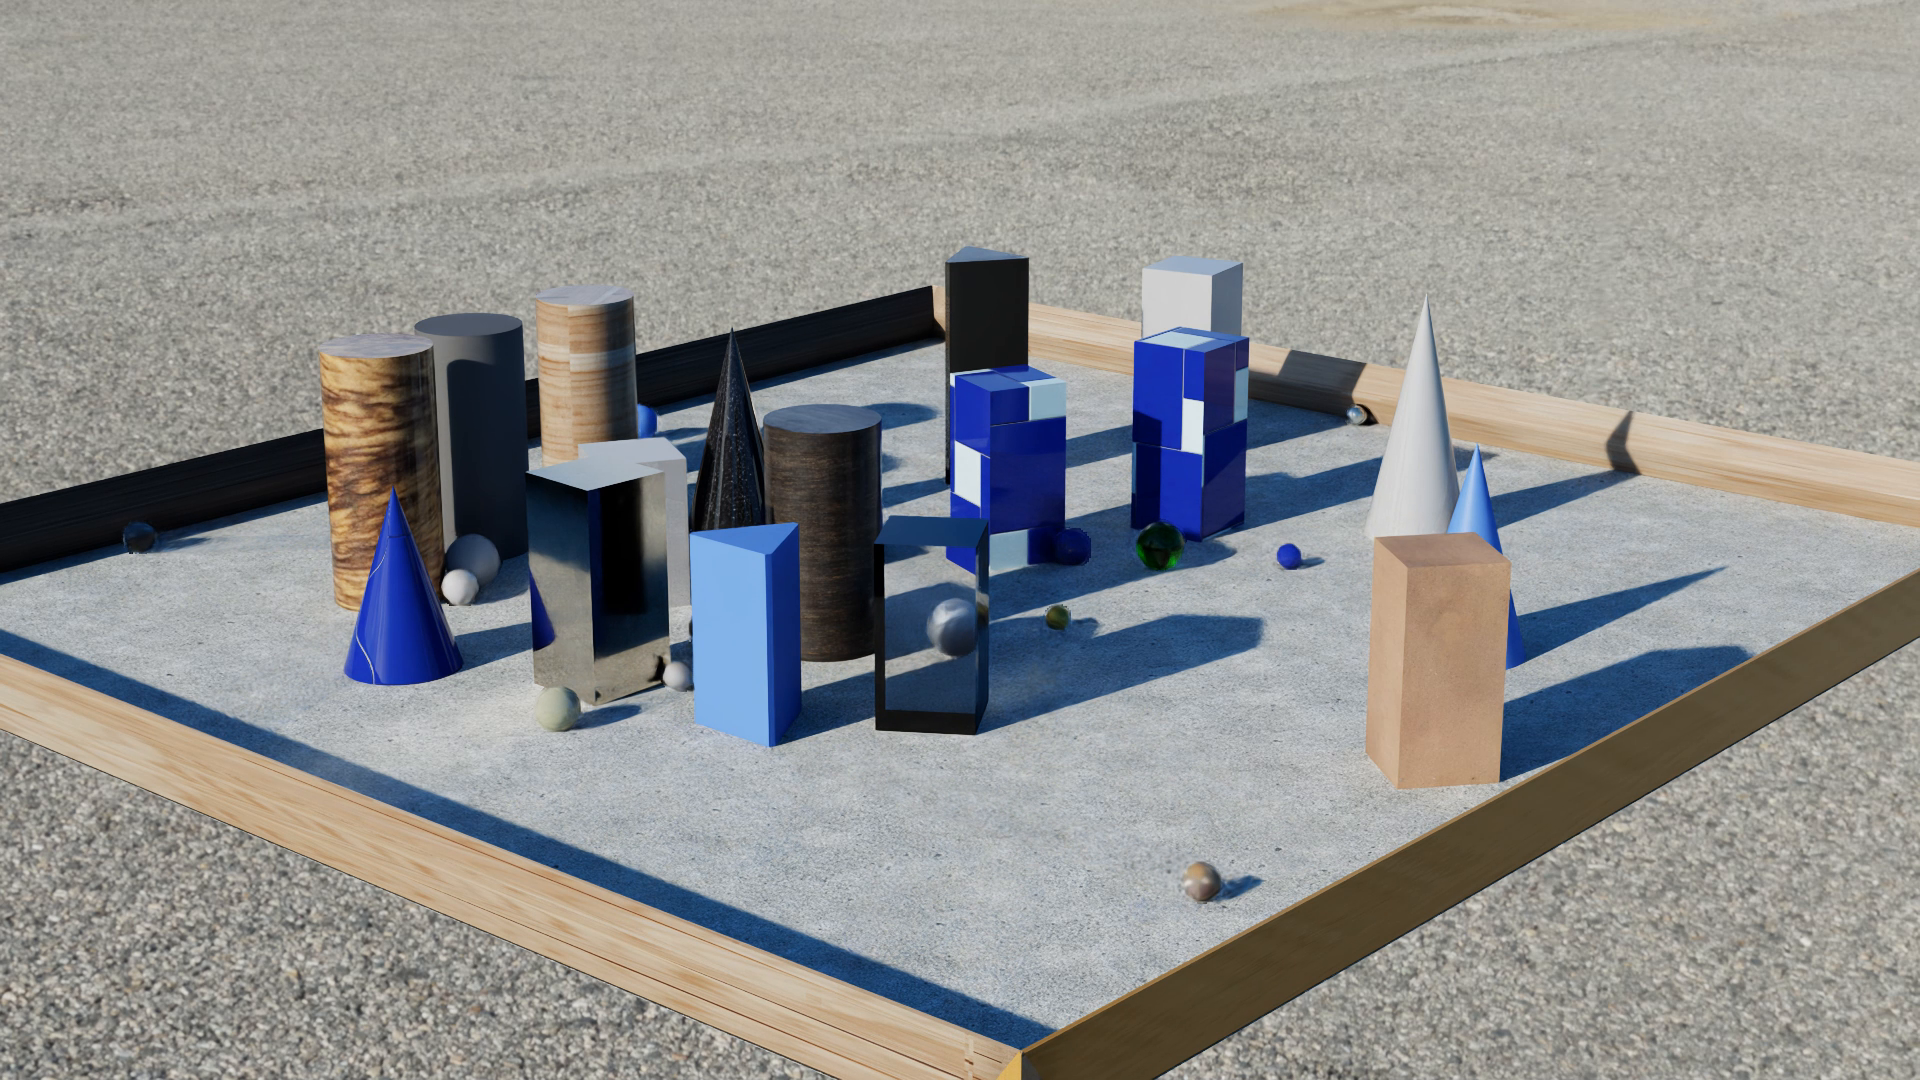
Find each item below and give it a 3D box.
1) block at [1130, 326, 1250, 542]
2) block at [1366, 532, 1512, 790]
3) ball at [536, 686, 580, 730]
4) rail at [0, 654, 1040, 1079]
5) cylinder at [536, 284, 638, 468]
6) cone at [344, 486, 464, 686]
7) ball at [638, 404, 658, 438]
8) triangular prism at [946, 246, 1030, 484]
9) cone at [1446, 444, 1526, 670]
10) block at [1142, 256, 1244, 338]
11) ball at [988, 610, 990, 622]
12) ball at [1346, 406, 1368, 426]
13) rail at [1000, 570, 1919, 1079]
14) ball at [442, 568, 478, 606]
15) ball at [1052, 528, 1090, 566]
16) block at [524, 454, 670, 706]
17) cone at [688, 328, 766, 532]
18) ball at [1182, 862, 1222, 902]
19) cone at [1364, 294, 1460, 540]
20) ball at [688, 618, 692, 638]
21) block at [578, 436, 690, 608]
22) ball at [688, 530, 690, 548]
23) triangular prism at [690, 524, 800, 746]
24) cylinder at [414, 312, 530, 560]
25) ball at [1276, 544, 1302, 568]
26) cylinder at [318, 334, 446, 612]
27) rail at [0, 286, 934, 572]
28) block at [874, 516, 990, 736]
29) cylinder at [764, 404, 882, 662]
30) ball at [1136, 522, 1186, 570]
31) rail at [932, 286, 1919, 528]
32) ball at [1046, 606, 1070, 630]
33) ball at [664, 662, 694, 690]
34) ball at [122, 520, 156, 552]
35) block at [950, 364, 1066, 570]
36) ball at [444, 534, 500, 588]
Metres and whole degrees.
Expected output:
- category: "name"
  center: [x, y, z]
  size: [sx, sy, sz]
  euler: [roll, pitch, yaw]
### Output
- category: "block"
  center: [0.429, -0.199, 5.480]
  size: [0.154, 0.361, 0.154]
  euler: [12, 21, 35]
- category: "block"
  center: [0.696, 0.175, 4.283]
  size: [0.154, 0.336, 0.154]
  euler: [-3, 17, -10]
- category: "ball"
  center: [-0.613, 0.257, 4.476]
  size: [0.068, 0.068, 0.068]
  euler: [0, 17, 0]
- category: "rail"
  center: [-0.955, 0.349, 4.067]
  size: [2.746, 0.125, 0.045]
  euler: [14, 22, 39]
- category: "cylinder"
  center: [-0.736, -0.302, 5.801]
  size: [0.193, 0.372, 0.193]
  euler: [0, 17, 0]
- category: "cone"
  center: [-0.905, 0.058, 4.724]
  size: [0.193, 0.305, 0.193]
  euler: [0, 17, 0]
- category: "ball"
  center: [-0.670, -0.243, 6.112]
  size: [0.080, 0.080, 0.080]
  euler: [0, 17, 0]
- category: "triangular prism"
  center: [0.035, -0.351, 5.836]
  size: [0.167, 0.446, 0.145]
  euler: [-5, 17, -15]
- category: "cone"
  center: [0.833, 0.014, 4.774]
  size: [0.193, 0.360, 0.193]
  euler: [0, 17, 0]
- category: "block"
  center: [0.475, -0.377, 6.029]
  size: [0.154, 0.383, 0.154]
  euler: [9, 19, 28]
- category: "ball"
  center: [0.002, 0.126, 4.861]
  size: [0.095, 0.095, 0.095]
  euler: [0, 17, 0]
- category: "ball"
  center: [0.846, -0.265, 6.247]
  size: [0.044, 0.044, 0.044]
  euler: [0, 17, 0]
- category: "rail"
  center: [1.019, 0.287, 4.273]
  size: [0.045, 0.125, 2.961]
  euler: [14, 22, 39]
- category: "ball"
  center: [-0.864, 0.081, 5.067]
  size: [0.063, 0.063, 0.063]
  euler: [0, 17, 0]
- category: "ball"
  center: [0.200, 0.014, 5.283]
  size: [0.067, 0.067, 0.067]
  euler: [0, 17, 0]
- category: "block"
  center: [-0.571, 0.061, 4.636]
  size: [0.154, 0.350, 0.154]
  euler: [16, 23, 42]
- category: "cone"
  center: [-0.418, -0.205, 5.436]
  size: [0.193, 0.397, 0.193]
  euler: [0, 17, 0]
- category: "ball"
  center: [0.318, 0.450, 3.864]
  size: [0.051, 0.051, 0.051]
  euler: [0, 17, 0]
- category: "cone"
  center: [0.852, -0.232, 5.419]
  size: [0.193, 0.460, 0.193]
  euler: [0, 17, 0]
- category: "ball"
  center: [-0.401, 0.145, 4.812]
  size: [0.089, 0.089, 0.089]
  euler: [0, 17, 0]
- category: "block"
  center: [-0.564, -0.027, 5.077]
  size: [0.154, 0.263, 0.154]
  euler: [-6, 18, -19]
- category: "ball"
  center: [-0.499, 0.018, 5.257]
  size: [0.074, 0.074, 0.074]
  euler: [0, 17, 0]
- category: "triangular prism"
  center: [-0.298, 0.135, 4.472]
  size: [0.167, 0.304, 0.145]
  euler: [14, 22, 39]
- category: "cylinder"
  center: [-0.885, -0.187, 5.338]
  size: [0.193, 0.420, 0.193]
  euler: [0, 17, 0]
- category: "ball"
  center: [0.592, 0.029, 5.270]
  size: [0.046, 0.046, 0.046]
  euler: [0, 17, 0]
- category: "cylinder"
  center: [-0.994, -0.116, 5.053]
  size: [0.193, 0.448, 0.193]
  euler: [0, 17, 0]
- category: "rail"
  center: [-1.019, -0.224, 5.967]
  size: [0.045, 0.125, 2.961]
  euler: [14, 22, 39]
- category: "block"
  center: [-0.042, 0.129, 4.499]
  size: [0.154, 0.298, 0.154]
  euler: [2, 17, 8]
- category: "cylinder"
  center: [-0.224, -0.013, 4.819]
  size: [0.193, 0.386, 0.193]
  euler: [0, 17, 0]
- category: "ball"
  center: [0.360, 0.010, 5.262]
  size: [0.087, 0.087, 0.087]
  euler: [0, 17, 0]
- category: "rail"
  center: [0.955, -0.286, 6.173]
  size: [2.746, 0.125, 0.045]
  euler: [14, 22, 39]
- category: "ball"
  center: [0.165, 0.131, 4.938]
  size: [0.041, 0.041, 0.041]
  euler: [0, 17, 0]
- category: "ball"
  center: [-0.447, 0.216, 4.649]
  size: [0.047, 0.047, 0.047]
  euler: [0, 17, 0]
- category: "ball"
  center: [-1.501, -0.006, 5.363]
  size: [0.058, 0.058, 0.058]
  euler: [0, 17, 0]
- category: "block"
  center: [0.086, -0.133, 5.311]
  size: [0.154, 0.331, 0.154]
  euler: [-9, 19, -26]
- category: "ball"
  center: [-0.857, 0.037, 5.154]
  size: [0.096, 0.096, 0.096]
  euler: [0, 17, 0]
